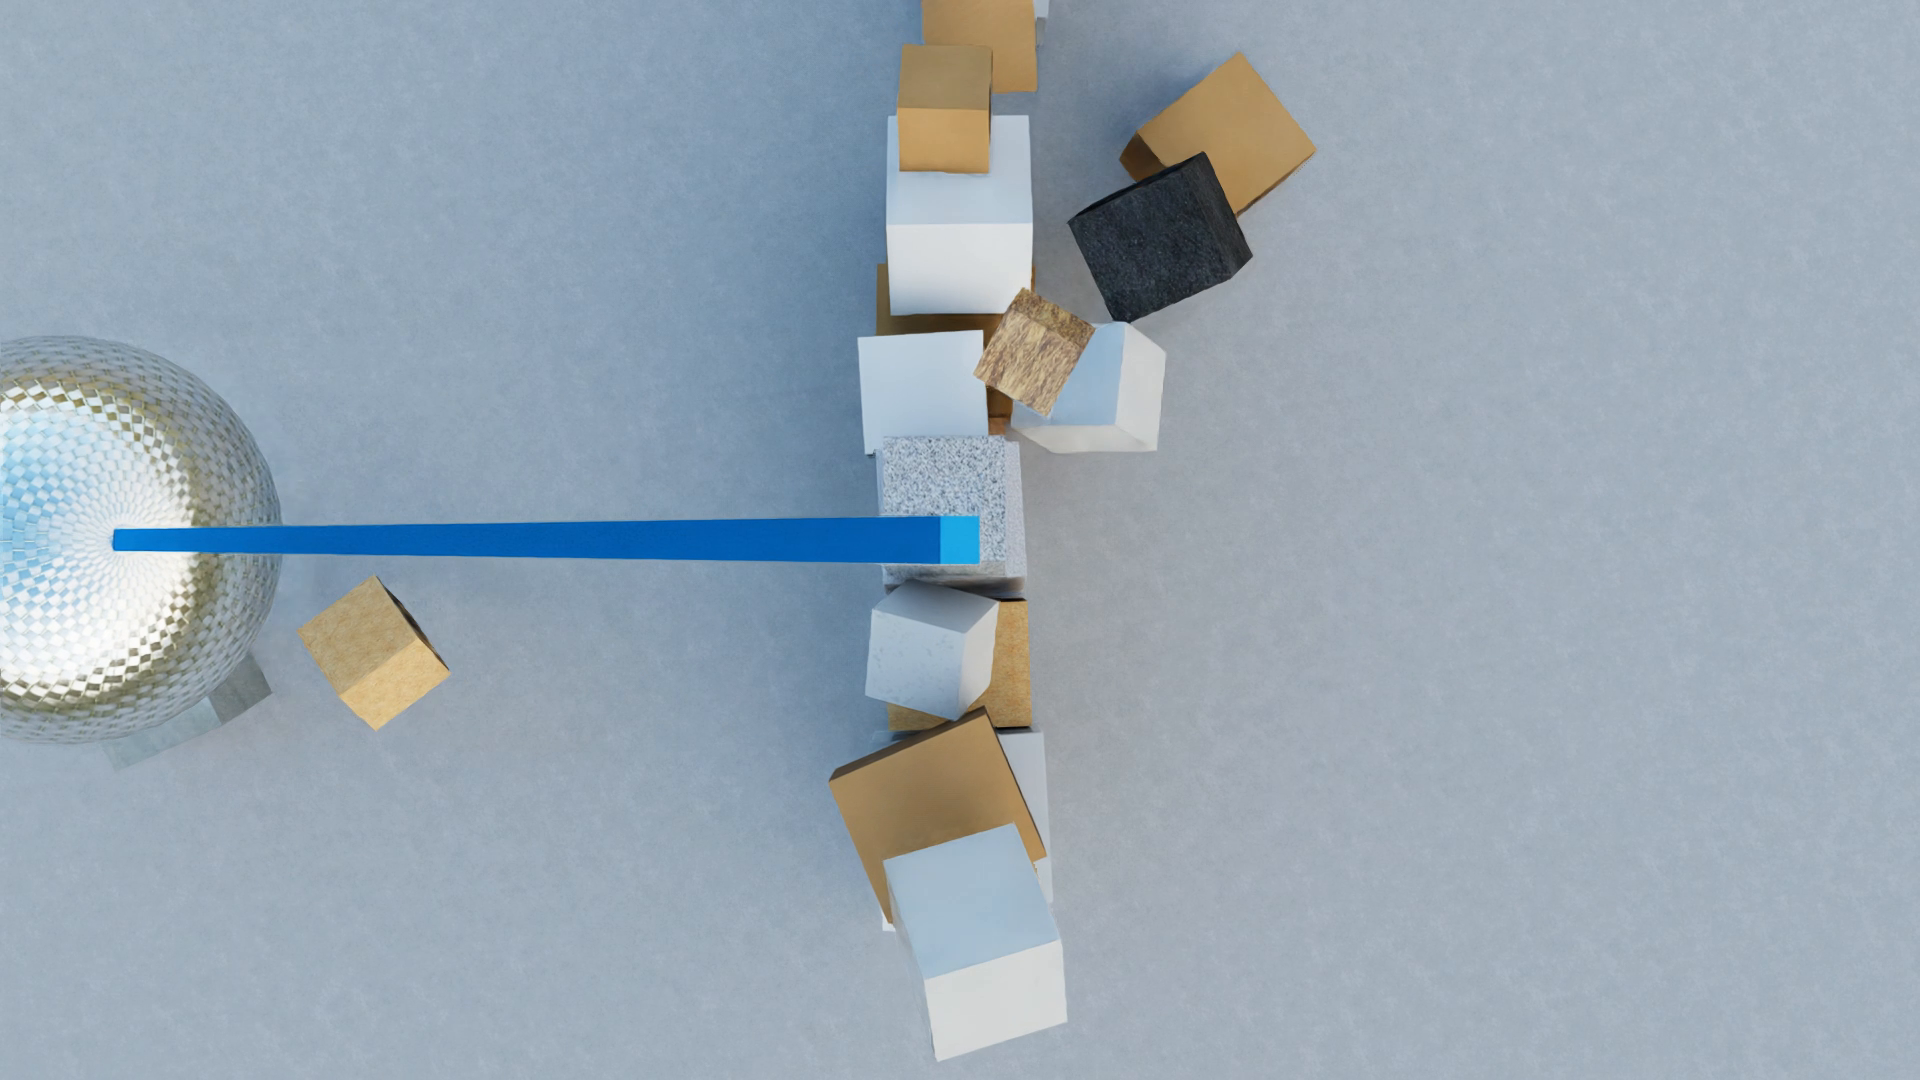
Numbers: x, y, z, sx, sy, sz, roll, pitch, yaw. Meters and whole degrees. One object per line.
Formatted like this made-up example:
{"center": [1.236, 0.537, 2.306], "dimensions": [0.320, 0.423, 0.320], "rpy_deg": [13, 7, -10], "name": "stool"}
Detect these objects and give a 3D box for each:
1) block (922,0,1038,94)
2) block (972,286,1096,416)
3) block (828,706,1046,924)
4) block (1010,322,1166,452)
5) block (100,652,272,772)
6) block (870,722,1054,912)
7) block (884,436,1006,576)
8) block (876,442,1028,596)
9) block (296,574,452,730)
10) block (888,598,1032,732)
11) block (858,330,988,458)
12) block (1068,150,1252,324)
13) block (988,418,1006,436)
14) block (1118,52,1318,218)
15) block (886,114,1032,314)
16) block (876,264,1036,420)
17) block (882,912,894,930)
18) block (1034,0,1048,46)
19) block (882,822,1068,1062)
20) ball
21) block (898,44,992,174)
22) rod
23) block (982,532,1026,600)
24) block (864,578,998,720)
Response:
{"center": [0.109, -2.778, 12.094], "dimensions": [0.600, 0.499, 0.620], "rpy_deg": [-3, 104, 2], "name": "block"}
{"center": [0.363, -0.918, 10.704], "dimensions": [0.415, 0.360, 0.396], "rpy_deg": [29, 115, 0], "name": "block"}
{"center": [-0.110, 1.354, 10.980], "dimensions": [0.835, 0.695, 0.746], "rpy_deg": [-23, 89, 0], "name": "block"}
{"center": [0.708, -0.829, 12.087], "dimensions": [0.630, 0.537, 0.570], "rpy_deg": [0, 77, 29], "name": "block"}
{"center": [-4.529, 0.793, 12.567], "dimensions": [0.732, 0.624, 0.689], "rpy_deg": [-23, 99, 13], "name": "block"}
{"center": [0.007, 1.460, 11.730], "dimensions": [0.897, 0.808, 0.876], "rpy_deg": [-3, 89, 0], "name": "block"}
{"center": [-0.076, -0.163, 11.161], "dimensions": [0.602, 0.649, 0.622], "rpy_deg": [0, 82, 0], "name": "block"}
{"center": [-0.046, -0.090, 11.873], "dimensions": [0.751, 0.782, 0.710], "rpy_deg": [-3, 82, 0], "name": "block"}
{"center": [-3.312, 0.638, 12.442], "dimensions": [0.532, 0.472, 0.541], "rpy_deg": [-37, 60, -9], "name": "block"}
{"center": [-0.011, 0.667, 11.942], "dimensions": [0.758, 0.638, 0.659], "rpy_deg": [-2, 90, 0], "name": "block"}
{"center": [-0.193, -0.783, 11.926], "dimensions": [0.660, 0.589, 0.619], "rpy_deg": [-3, 90, 0], "name": "block"}
{"center": [1.100, -1.645, 12.015], "dimensions": [0.695, 0.620, 0.638], "rpy_deg": [-22, 100, 23], "name": "block"}
{"center": [-0.017, -0.372, 12.741], "dimensions": [0.552, 0.519, 0.641], "rpy_deg": [0, 90, 0], "name": "block"}
{"center": [1.465, -2.212, 12.620], "dimensions": [0.749, 0.692, 0.702], "rpy_deg": [-38, 90, -5], "name": "block"}
{"center": [-0.004, -1.752, 11.870], "dimensions": [0.755, 0.708, 0.788], "rpy_deg": [-1, 55, 0], "name": "block"}
{"center": [-0.029, -1.119, 12.610], "dimensions": [0.878, 0.779, 0.818], "rpy_deg": [1, 90, 0], "name": "block"}
{"center": [-0.003, 1.769, 12.567], "dimensions": [0.855, 0.864, 0.767], "rpy_deg": [0, 90, 0], "name": "block"}
{"center": [0.194, -3.339, 12.653], "dimensions": [0.664, 0.693, 0.774], "rpy_deg": [5, 90, 0], "name": "block"}
{"center": [0.073, 1.885, 10.321], "dimensions": [0.647, 0.697, 0.688], "rpy_deg": [-15, 47, -9], "name": "block"}
{"center": [-3.473, 0.000, 8.584], "dimensions": [1.600, 1.600, 1.600], "rpy_deg": [0, 90, 0], "name": "ball"}
{"center": [-0.075, -2.255, 11.511], "dimensions": [0.466, 0.456, 0.468], "rpy_deg": [2, 55, 2], "name": "block"}
{"center": [-1.505, 0.000, 5.811], "dimensions": [0.080, 5.200, 0.080], "rpy_deg": [0, 90, -35], "name": "rod"}
{"center": [-0.012, 0.390, 12.630], "dimensions": [0.758, 0.740, 0.862], "rpy_deg": [0, 90, 0], "name": "block"}
{"center": [-0.143, 0.552, 11.243], "dimensions": [0.506, 0.459, 0.489], "rpy_deg": [14, 115, 18], "name": "block"}
